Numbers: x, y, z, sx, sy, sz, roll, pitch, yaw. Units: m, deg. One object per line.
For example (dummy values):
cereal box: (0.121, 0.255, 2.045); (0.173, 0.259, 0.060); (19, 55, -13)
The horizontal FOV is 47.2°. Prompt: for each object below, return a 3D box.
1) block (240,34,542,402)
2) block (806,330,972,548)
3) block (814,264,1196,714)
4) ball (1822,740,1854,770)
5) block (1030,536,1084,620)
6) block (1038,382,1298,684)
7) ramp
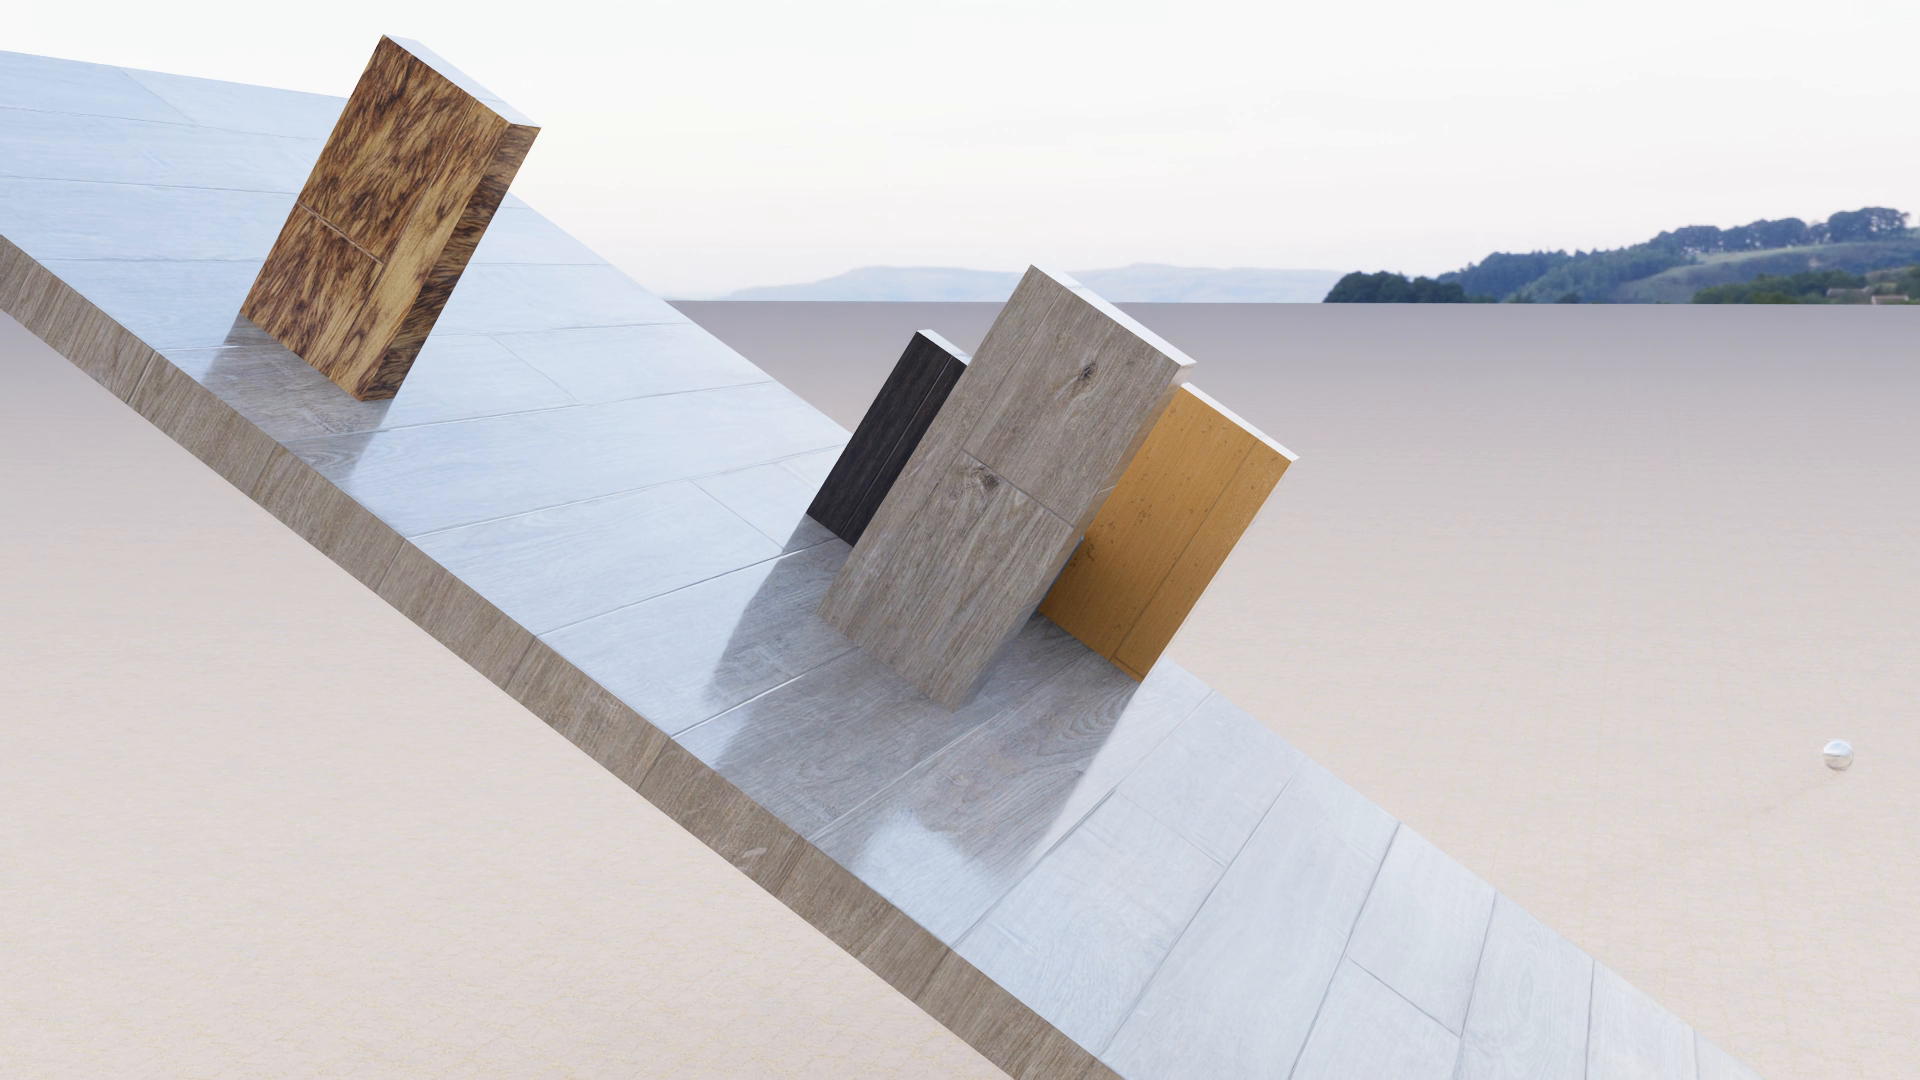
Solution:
block: (-0.937, -0.524, 3.607); (0.268, 0.529, 0.103); (35, 15, 10)
block: (-0.034, -0.130, 4.363); (0.374, 0.436, 0.089); (35, 15, 10)
block: (0.074, -0.090, 3.871); (0.311, 0.736, 0.136); (35, 15, 10)
ball: (3.288, 0.806, 8.234); (0.111, 0.111, 0.111); (0, 7, 0)
block: (0.124, 0.005, 4.701); (0.205, 0.205, 0.205); (32, 15, -4)
block: (0.436, -0.015, 4.674); (0.283, 0.574, 0.103); (35, 15, 10)
ramp: (-0.131, 0.220, 4.101); (4.000, 0.100, 2.000); (35, 15, 10)
